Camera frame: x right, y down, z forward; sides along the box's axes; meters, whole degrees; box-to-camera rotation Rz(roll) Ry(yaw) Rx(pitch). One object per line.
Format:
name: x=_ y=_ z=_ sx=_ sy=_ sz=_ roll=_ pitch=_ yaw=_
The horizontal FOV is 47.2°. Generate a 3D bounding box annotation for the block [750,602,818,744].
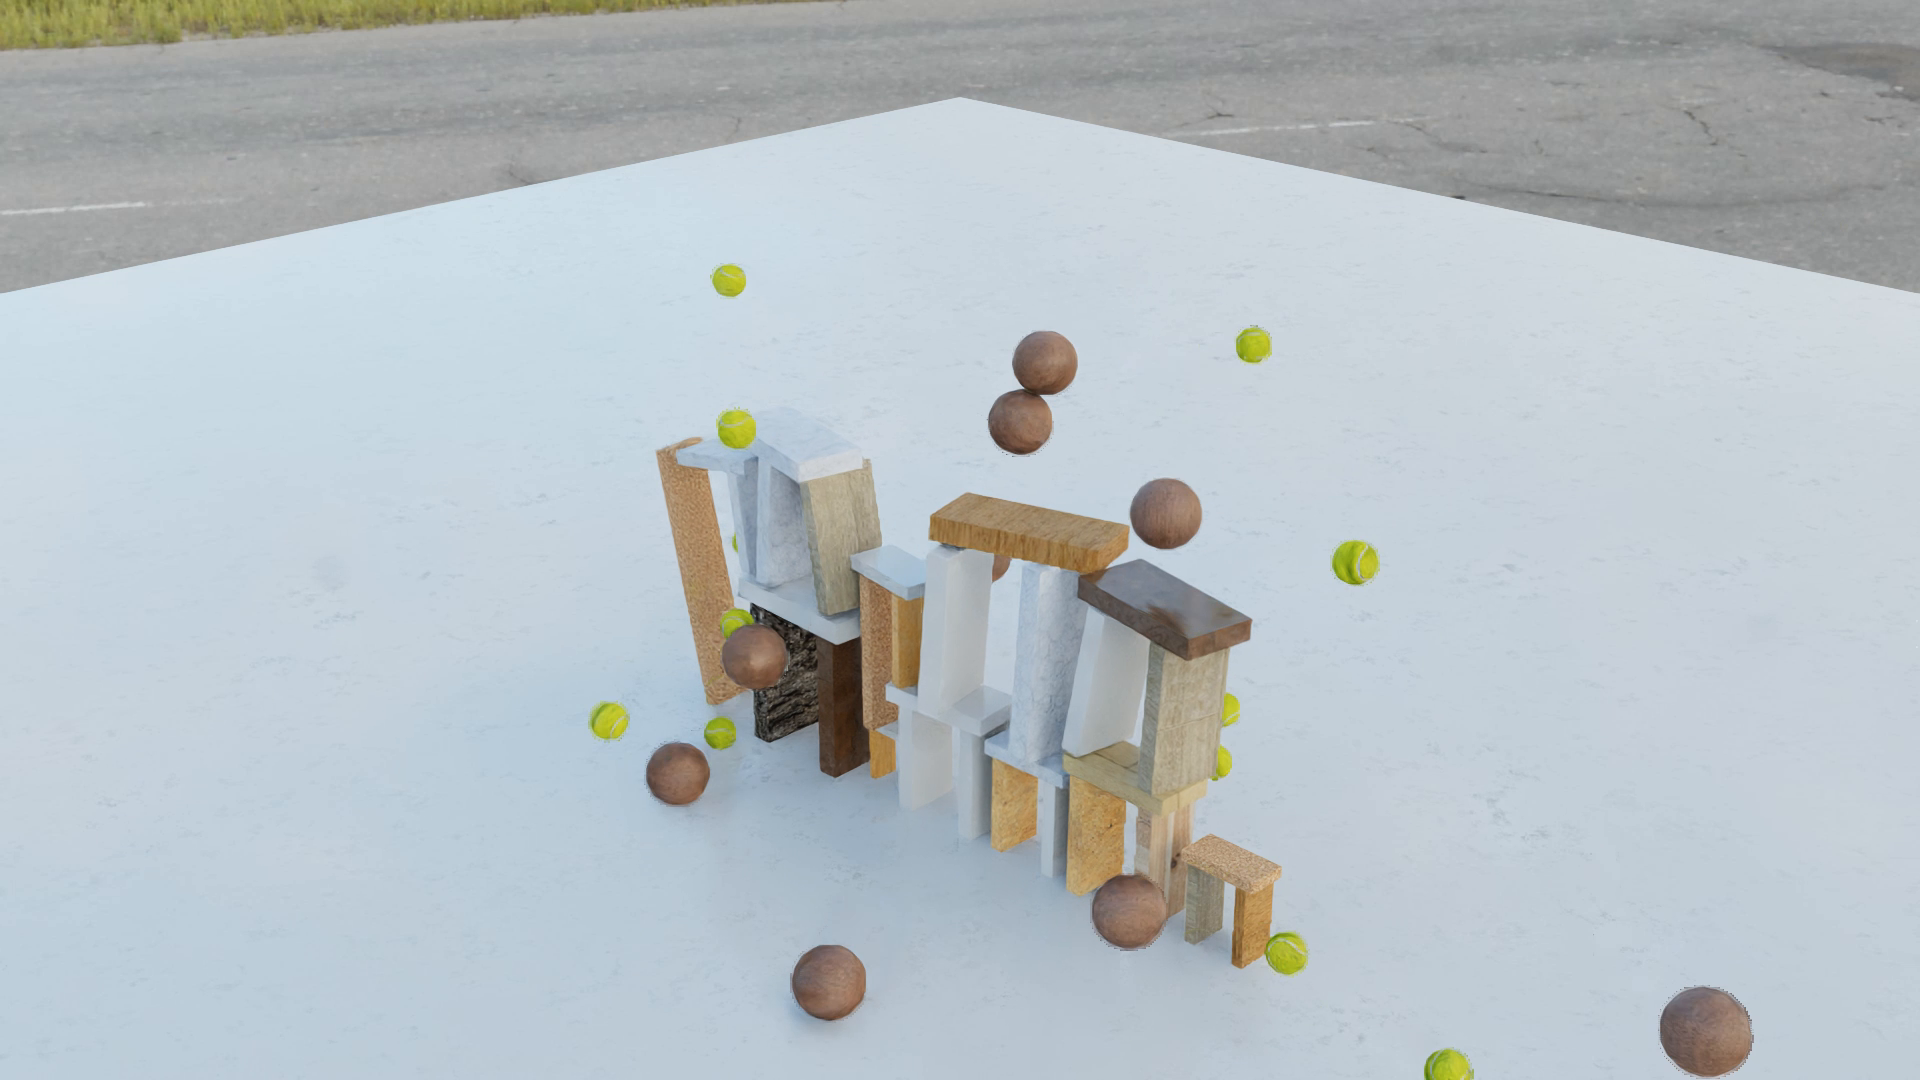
block: x=-0.371 y=0.261 z=4.734 sx=0.046 sy=0.322 sz=0.161 roll=21 pitch=31 yaw=41

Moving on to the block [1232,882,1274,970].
block: x=0.525 y=0.681 z=3.947 sx=0.023 sy=0.163 sz=0.081 roll=21 pitch=31 yaw=41

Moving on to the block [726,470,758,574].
block: x=-0.427 y=-0.050 z=4.664 sx=0.109 sy=0.219 sz=0.031 roll=-20 pitch=20 yaw=-40

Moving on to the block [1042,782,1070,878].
block: x=0.203 y=0.540 z=4.228 sx=0.029 sy=0.202 sz=0.101 roll=21 pitch=30 yaw=40

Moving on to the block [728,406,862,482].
block: x=-0.338 y=-0.197 z=4.472 sx=0.147 sy=0.042 sz=0.293 roll=-14 pitch=28 yaw=-31

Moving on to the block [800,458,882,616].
block: x=-0.234 y=-0.008 z=4.461 sx=0.147 sy=0.293 sz=0.042 roll=-14 pitch=12 yaw=-30

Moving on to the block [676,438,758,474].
block: x=-0.491 y=-0.178 z=4.678 sx=0.219 sy=0.031 sz=0.109 roll=9 pitch=22 yaw=43

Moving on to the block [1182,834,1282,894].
block: x=0.487 y=0.580 z=3.946 sx=0.163 sy=0.023 sz=0.081 roll=21 pitch=31 yaw=41

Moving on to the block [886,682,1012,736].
block: x=-0.016 y=0.314 z=4.349 sx=0.244 sy=0.035 sz=0.122 roll=18 pitch=29 yaw=36

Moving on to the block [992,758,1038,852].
block: x=0.108 y=0.502 z=4.316 sx=0.029 sy=0.203 sz=0.101 roll=21 pitch=30 yaw=40

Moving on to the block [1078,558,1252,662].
block: x=0.363 y=0.121 z=3.925 sx=0.149 sy=0.042 sz=0.298 roll=-15 pitch=30 yaw=-34

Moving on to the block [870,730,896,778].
block: x=-0.161 y=0.436 z=4.586 sx=0.016 sy=0.115 sz=0.058 roll=21 pitch=31 yaw=41

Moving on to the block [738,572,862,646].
block: x=-0.299 y=0.124 z=4.586 sx=0.161 sy=0.046 sz=0.322 roll=-20 pitch=30 yaw=-39

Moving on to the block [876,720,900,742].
block: x=-0.134 y=0.386 z=4.536 sx=0.115 sy=0.016 sz=0.058 roll=21 pitch=31 yaw=40

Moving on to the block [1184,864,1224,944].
block: x=0.448 y=0.651 z=4.018 sx=0.023 sy=0.163 sz=0.081 roll=21 pitch=31 yaw=41

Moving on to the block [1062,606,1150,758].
block: x=0.279 y=0.247 z=4.064 sx=0.149 sy=0.298 sz=0.042 roll=-14 pitch=35 yaw=-39

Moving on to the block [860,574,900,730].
block: x=-0.155 y=0.214 z=4.477 sx=0.028 sy=0.345 sz=0.099 roll=20 pitch=30 yaw=41

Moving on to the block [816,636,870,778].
block: x=-0.223 y=0.319 z=4.595 sx=0.046 sy=0.322 sz=0.161 roll=19 pitch=30 yaw=38

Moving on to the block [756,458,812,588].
block: x=-0.348 y=-0.056 z=4.571 sx=0.147 sy=0.293 sz=0.042 roll=-17 pitch=33 yaw=-35

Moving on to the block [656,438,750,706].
block: x=-0.564 y=0.071 z=4.850 sx=0.031 sy=0.587 sz=0.109 roll=4 pitch=20 yaw=40

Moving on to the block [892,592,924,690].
block: x=-0.083 y=0.191 z=4.344 sx=0.099 sy=0.198 sz=0.028 roll=-12 pitch=26 yaw=-25

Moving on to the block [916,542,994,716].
block: x=-0.007 y=0.154 z=4.247 sx=0.048 sy=0.338 sz=0.169 roll=18 pitch=29 yaw=27

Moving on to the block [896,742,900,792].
block: x=-0.107 y=0.457 z=4.536 sx=0.016 sy=0.115 sz=0.058 roll=21 pitch=31 yaw=41

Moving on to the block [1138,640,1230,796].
block: x=0.401 y=0.303 z=3.939 sx=0.149 sy=0.298 sz=0.042 roll=-13 pitch=29 yaw=-30

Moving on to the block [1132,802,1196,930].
block: x=0.376 y=0.586 z=4.061 sx=0.123 sy=0.247 sz=0.035 roll=-20 pitch=30 yaw=-41

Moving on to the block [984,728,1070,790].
block: x=0.156 y=0.414 z=4.227 sx=0.202 sy=0.029 sz=0.101 roll=21 pitch=30 yaw=40

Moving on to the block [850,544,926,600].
block: x=-0.120 y=0.063 z=4.355 sx=0.099 sy=0.028 sz=0.198 roll=-16 pitch=28 yaw=-33

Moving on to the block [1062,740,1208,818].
block: x=0.322 y=0.432 z=4.062 sx=0.123 sy=0.035 sz=0.247 roll=-19 pitch=30 yaw=-40

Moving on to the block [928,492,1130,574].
block: x=0.130 y=-0.014 z=4.146 sx=0.338 sy=0.048 sz=0.169 roll=12 pitch=21 yaw=21

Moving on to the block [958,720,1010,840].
block: x=0.053 y=0.462 z=4.359 sx=0.122 sy=0.244 sz=0.035 roll=-22 pitch=32 yaw=-41

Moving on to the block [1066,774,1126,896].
block: x=0.260 y=0.540 z=4.168 sx=0.123 sy=0.247 sz=0.035 roll=-20 pitch=30 yaw=-41

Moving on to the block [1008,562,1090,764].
block: x=0.181 y=0.219 z=4.149 sx=0.169 sy=0.386 sz=0.048 roll=-14 pitch=26 yaw=-42

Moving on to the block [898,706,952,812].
block: x=-0.069 y=0.418 z=4.463 sx=0.035 sy=0.244 sz=0.122 roll=19 pitch=30 yaw=37
